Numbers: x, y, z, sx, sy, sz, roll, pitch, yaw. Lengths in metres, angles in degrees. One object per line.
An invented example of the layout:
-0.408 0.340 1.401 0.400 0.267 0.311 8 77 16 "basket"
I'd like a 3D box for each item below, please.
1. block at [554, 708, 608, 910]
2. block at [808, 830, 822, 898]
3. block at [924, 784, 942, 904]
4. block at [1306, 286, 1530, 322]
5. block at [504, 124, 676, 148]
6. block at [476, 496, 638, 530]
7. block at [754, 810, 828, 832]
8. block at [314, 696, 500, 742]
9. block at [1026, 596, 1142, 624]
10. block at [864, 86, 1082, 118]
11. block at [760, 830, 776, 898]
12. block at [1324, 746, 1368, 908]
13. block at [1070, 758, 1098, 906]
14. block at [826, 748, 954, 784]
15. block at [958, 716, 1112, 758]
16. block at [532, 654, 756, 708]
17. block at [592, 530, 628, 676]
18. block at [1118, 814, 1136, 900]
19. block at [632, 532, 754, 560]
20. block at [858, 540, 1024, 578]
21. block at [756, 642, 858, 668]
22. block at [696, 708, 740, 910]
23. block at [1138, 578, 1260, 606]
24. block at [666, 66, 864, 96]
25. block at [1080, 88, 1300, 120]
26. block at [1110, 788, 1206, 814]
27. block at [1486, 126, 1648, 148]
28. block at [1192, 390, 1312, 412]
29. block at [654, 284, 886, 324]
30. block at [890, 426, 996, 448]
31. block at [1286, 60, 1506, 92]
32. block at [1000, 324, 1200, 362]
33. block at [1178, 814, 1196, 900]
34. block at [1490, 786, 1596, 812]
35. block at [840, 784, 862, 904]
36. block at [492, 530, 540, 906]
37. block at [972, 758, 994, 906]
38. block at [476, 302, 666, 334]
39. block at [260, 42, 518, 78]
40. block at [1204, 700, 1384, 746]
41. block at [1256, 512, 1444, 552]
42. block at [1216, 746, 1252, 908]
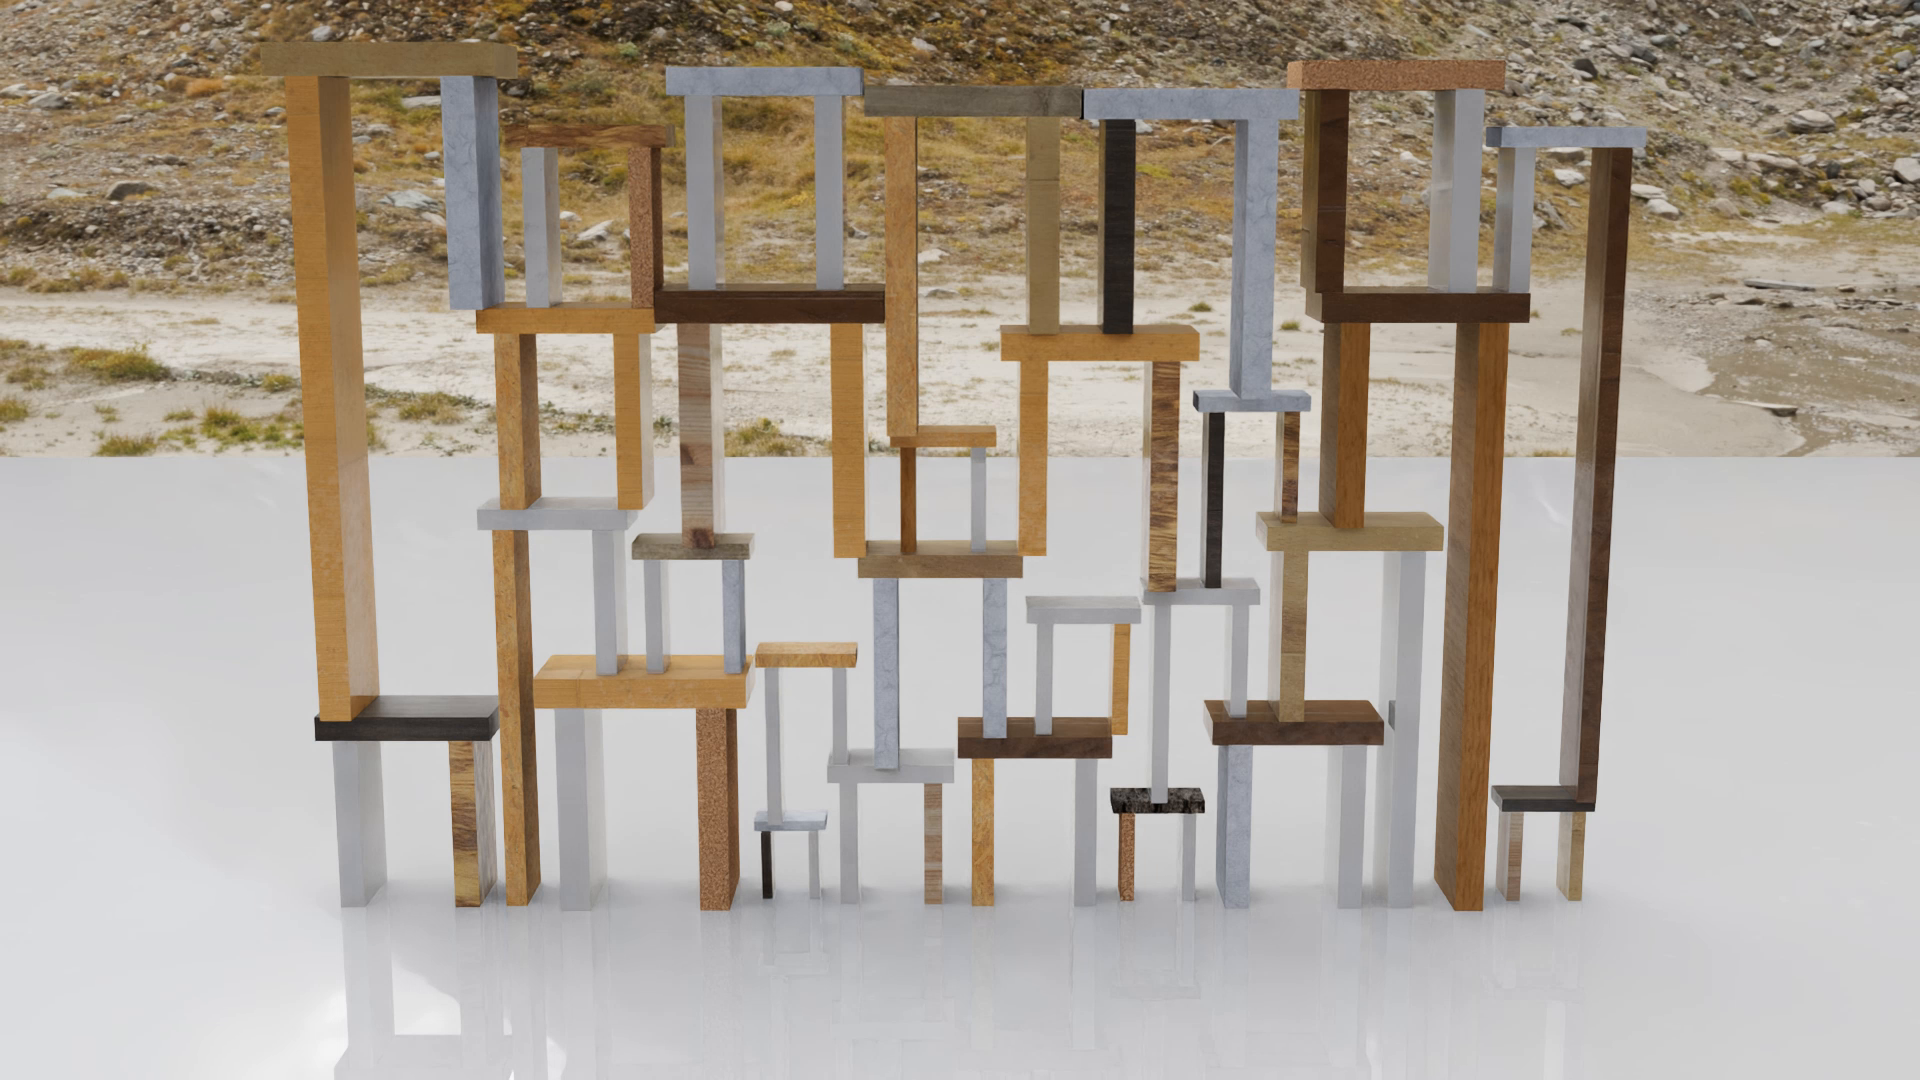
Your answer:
-0.627 0.422 3.642 0.048 0.340 0.170 0 11 0 "block"
-0.241 0.531 3.663 0.017 0.117 0.059 -1 11 0 "block"
-0.044 0.488 3.650 0.029 0.207 0.104 0 11 0 "block"
0.722 -0.374 3.487 0.323 0.046 0.162 0 11 0 "block"
-0.576 -0.632 3.440 0.247 0.035 0.123 0 11 0 "block"
-0.648 -0.043 3.552 0.239 0.034 0.119 0 11 0 "block"
-0.281 0.465 3.650 0.117 0.017 0.059 -1 11 0 "block"
-0.901 0.292 3.619 0.282 0.040 0.141 0 11 0 "block"
0.200 0.114 3.581 0.184 0.026 0.092 0 11 0 "block"
0.019 -0.684 3.431 0.331 0.047 0.166 0 11 -1 "block"
-0.320 0.531 3.663 0.017 0.117 0.059 -1 11 0 "block"
0.637 0.455 3.641 0.039 0.276 0.138 0 11 0 "block"
0.205 0.466 3.648 0.036 0.251 0.126 0 11 0 "block"
-0.113 0.372 3.629 0.207 0.029 0.104 0 11 0 "block"
0.121 0.325 3.622 0.251 0.036 0.126 0 11 0 "block"
-0.514 0.231 3.606 0.340 0.048 0.170 0 11 0 "block"
-0.568 0.091 3.577 0.034 0.239 0.119 0 11 0 "block"
0.277 0.516 3.657 0.021 0.150 0.075 0 11 0 "block"
-0.431 0.010 3.560 0.188 0.027 0.094 0 11 0 "block"
-0.031 0.031 3.565 0.264 0.037 0.132 0 11 0 "block"
-0.250 0.187 3.590 0.162 0.023 0.081 0 11 0 "block"
-0.400 0.422 3.642 0.048 0.340 0.170 0 10 0 "block"
0.388 0.083 3.574 0.187 0.027 0.094 0 11 0 "block"
-0.301 -0.714 3.430 0.297 0.042 0.148 0 11 0 "block"
0.354 -0.679 3.427 0.327 0.046 0.163 0 11 1 "block"
0.326 0.431 3.642 0.150 0.021 0.075 0 11 0 "block"
0.947 -0.631 3.443 0.222 0.031 0.111 0 11 1 "block"
0.466 -0.223 3.520 0.178 0.025 0.089 0 11 0 "block"
-0.295 -0.376 3.489 0.355 0.050 0.177 0 11 0 "block"
-0.027 -0.167 3.531 0.169 0.024 0.085 0 11 0 "block"
0.676 -0.724 3.429 0.310 0.044 0.155 0 11 0 "block"
0.219 -0.315 3.506 0.310 0.044 0.155 0 11 0 "block"
0.377 0.516 3.657 0.021 0.150 0.075 0 11 0 "block"
0.965 0.428 3.642 0.153 0.022 0.076 0 11 0 "block"
-0.182 0.488 3.650 0.029 0.207 0.104 0 11 0 "block"
-0.727 0.282 3.612 0.034 0.627 0.119 0 11 0 "block"
0.038 0.466 3.648 0.036 0.251 0.126 0 11 0 "block"
-0.615 -0.354 3.497 0.279 0.040 0.140 0 11 0 "block"
-0.882 -0.745 3.418 0.354 0.050 0.177 0 11 0 "block"
0.545 0.300 3.612 0.276 0.039 0.138 0 11 0 "block"
0.627 -0.015 3.555 0.280 0.040 0.140 0 11 0 "block"
0.453 0.455 3.641 0.039 0.276 0.138 0 11 0 "block"
